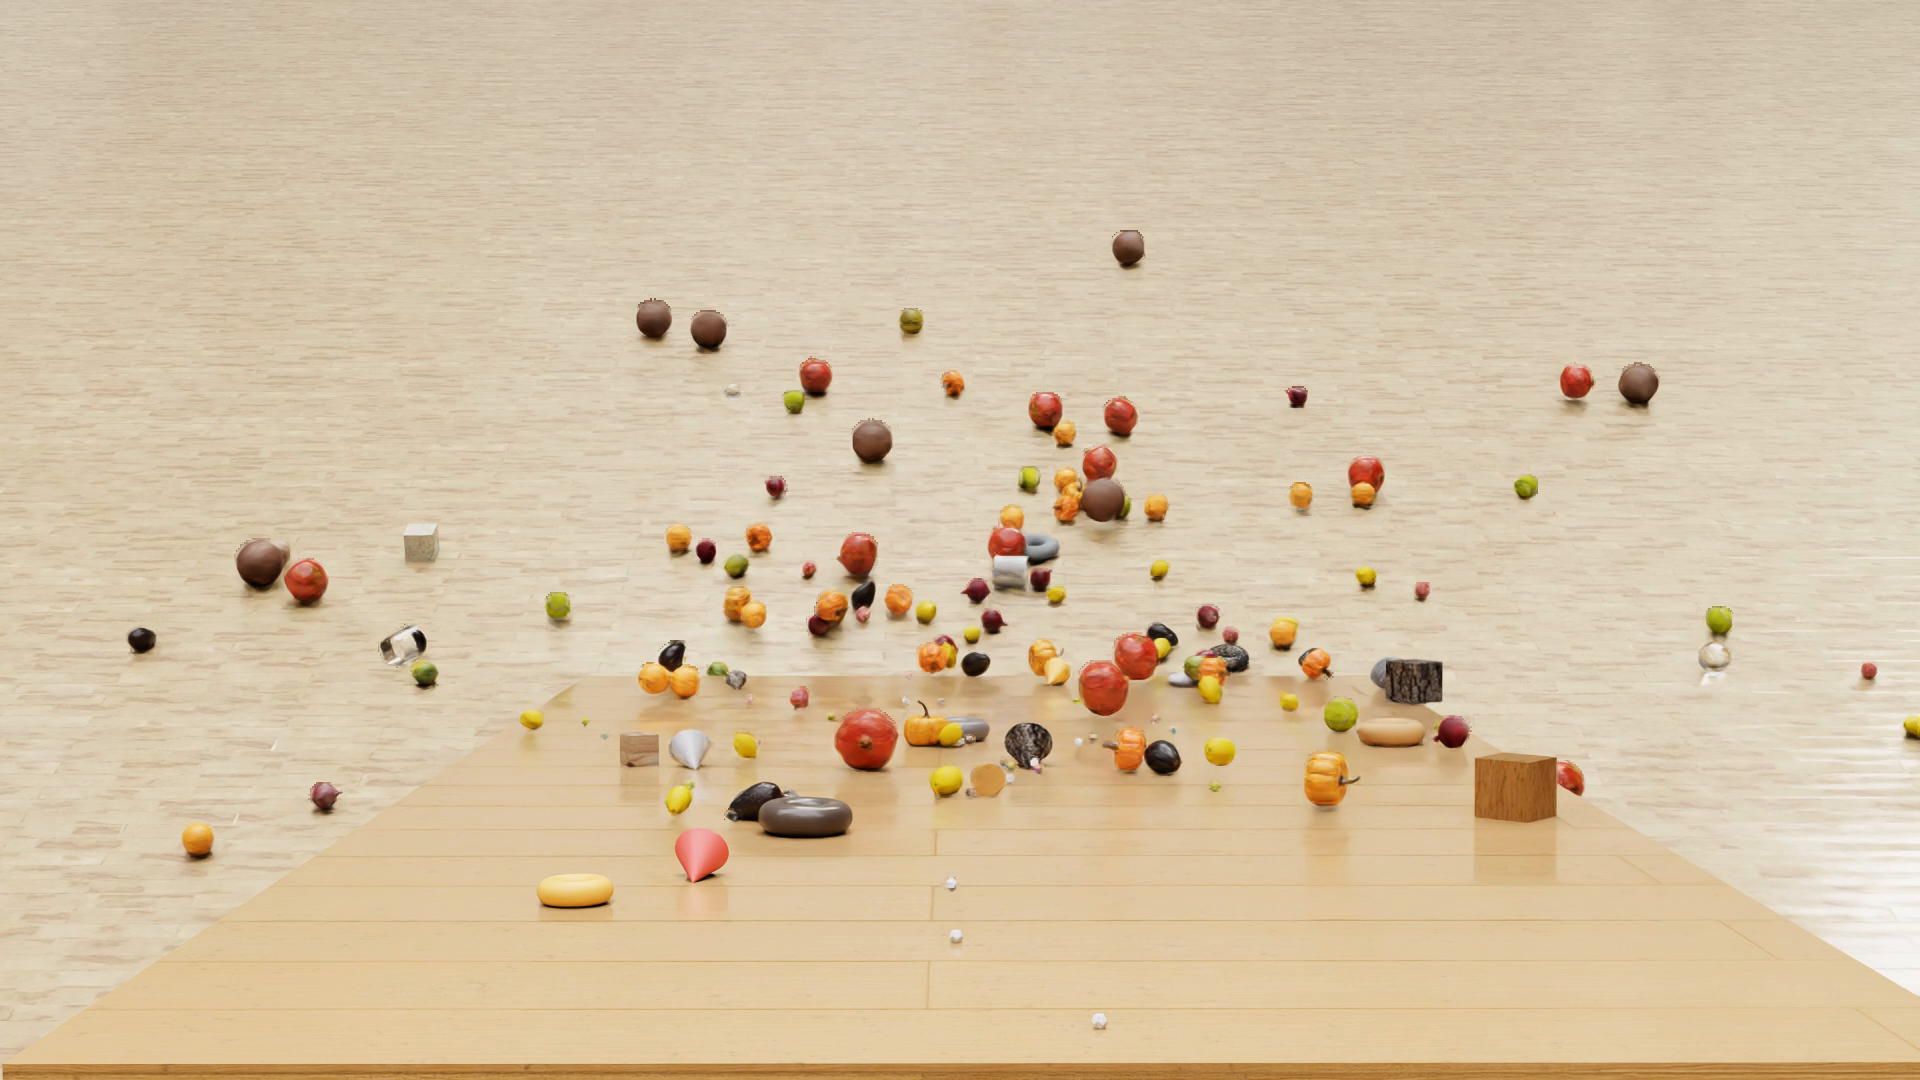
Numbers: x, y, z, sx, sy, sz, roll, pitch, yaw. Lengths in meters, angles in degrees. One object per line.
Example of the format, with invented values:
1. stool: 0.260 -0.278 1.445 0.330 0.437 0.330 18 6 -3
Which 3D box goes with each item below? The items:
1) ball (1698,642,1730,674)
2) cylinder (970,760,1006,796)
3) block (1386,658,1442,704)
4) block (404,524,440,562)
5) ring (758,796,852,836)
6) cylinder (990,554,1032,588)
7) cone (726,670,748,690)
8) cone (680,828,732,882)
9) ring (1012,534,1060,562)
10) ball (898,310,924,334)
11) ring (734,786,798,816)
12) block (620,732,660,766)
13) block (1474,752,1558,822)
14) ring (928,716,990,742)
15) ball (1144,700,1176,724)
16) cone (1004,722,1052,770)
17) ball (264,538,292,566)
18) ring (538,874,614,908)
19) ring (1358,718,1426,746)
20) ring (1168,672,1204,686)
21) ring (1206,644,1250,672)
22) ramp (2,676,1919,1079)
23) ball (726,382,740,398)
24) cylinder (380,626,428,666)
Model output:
1. ball: 1.977 0.309 6.750 0.084 0.084 0.084 0 23 0
2. cylinder: 0.048 0.408 4.408 0.055 0.055 0.055 -2 3 -4
3. block: 1.044 0.325 5.915 0.092 0.092 0.092 -2 3 -31
4. block: -1.561 0.008 7.460 0.084 0.084 0.084 0 23 -1
5. ring: -0.240 0.429 3.994 0.148 0.049 0.148 1 2 0
6. cylinder: 0.145 0.090 7.257 0.090 0.090 0.090 -5 20 20
7. cone: -0.538 0.348 6.200 0.051 0.051 0.051 -2 32 -4
8. cone: -0.366 0.454 3.579 0.077 0.077 0.077 5 43 12
9. ring: 0.220 0.021 7.475 0.139 0.046 0.139 -1 23 1
10. ball: -0.176 -0.790 9.329 0.091 0.091 0.091 0 23 0
11. ring: -0.315 0.427 4.207 0.108 0.036 0.108 -1 3 0
12. block: -0.599 0.390 4.806 0.057 0.057 0.057 -1 3 -26
13. block: 0.896 0.398 4.150 0.096 0.096 0.096 2 3 40
14. ring: -0.003 0.382 5.188 0.126 0.042 0.126 -1 3 0
15. ball: 0.426 0.377 5.492 0.070 0.070 0.070 0 23 0
16. cone: 0.125 0.400 4.766 0.090 0.090 0.090 1 29 4
17. ball: -1.964 0.035 7.403 0.078 0.078 0.078 0 23 0
18. ring: -0.508 0.463 3.399 0.101 0.034 0.101 -1 1 0
19. ring: 0.858 0.383 5.125 0.134 0.045 0.134 -1 3 0
20. ring: 0.552 0.341 6.280 0.086 0.029 0.086 -1 4 0
21. ring: 0.707 0.312 6.803 0.116 0.039 0.116 -1 24 0
22. ramp: 0.053 0.480 4.538 2.000 0.100 4.000 0 2 0
23. ball: -0.768 -0.505 8.705 0.053 0.053 0.053 0 23 0
24. cylinder: -1.472 0.281 6.812 0.085 0.085 0.085 14 27 30
